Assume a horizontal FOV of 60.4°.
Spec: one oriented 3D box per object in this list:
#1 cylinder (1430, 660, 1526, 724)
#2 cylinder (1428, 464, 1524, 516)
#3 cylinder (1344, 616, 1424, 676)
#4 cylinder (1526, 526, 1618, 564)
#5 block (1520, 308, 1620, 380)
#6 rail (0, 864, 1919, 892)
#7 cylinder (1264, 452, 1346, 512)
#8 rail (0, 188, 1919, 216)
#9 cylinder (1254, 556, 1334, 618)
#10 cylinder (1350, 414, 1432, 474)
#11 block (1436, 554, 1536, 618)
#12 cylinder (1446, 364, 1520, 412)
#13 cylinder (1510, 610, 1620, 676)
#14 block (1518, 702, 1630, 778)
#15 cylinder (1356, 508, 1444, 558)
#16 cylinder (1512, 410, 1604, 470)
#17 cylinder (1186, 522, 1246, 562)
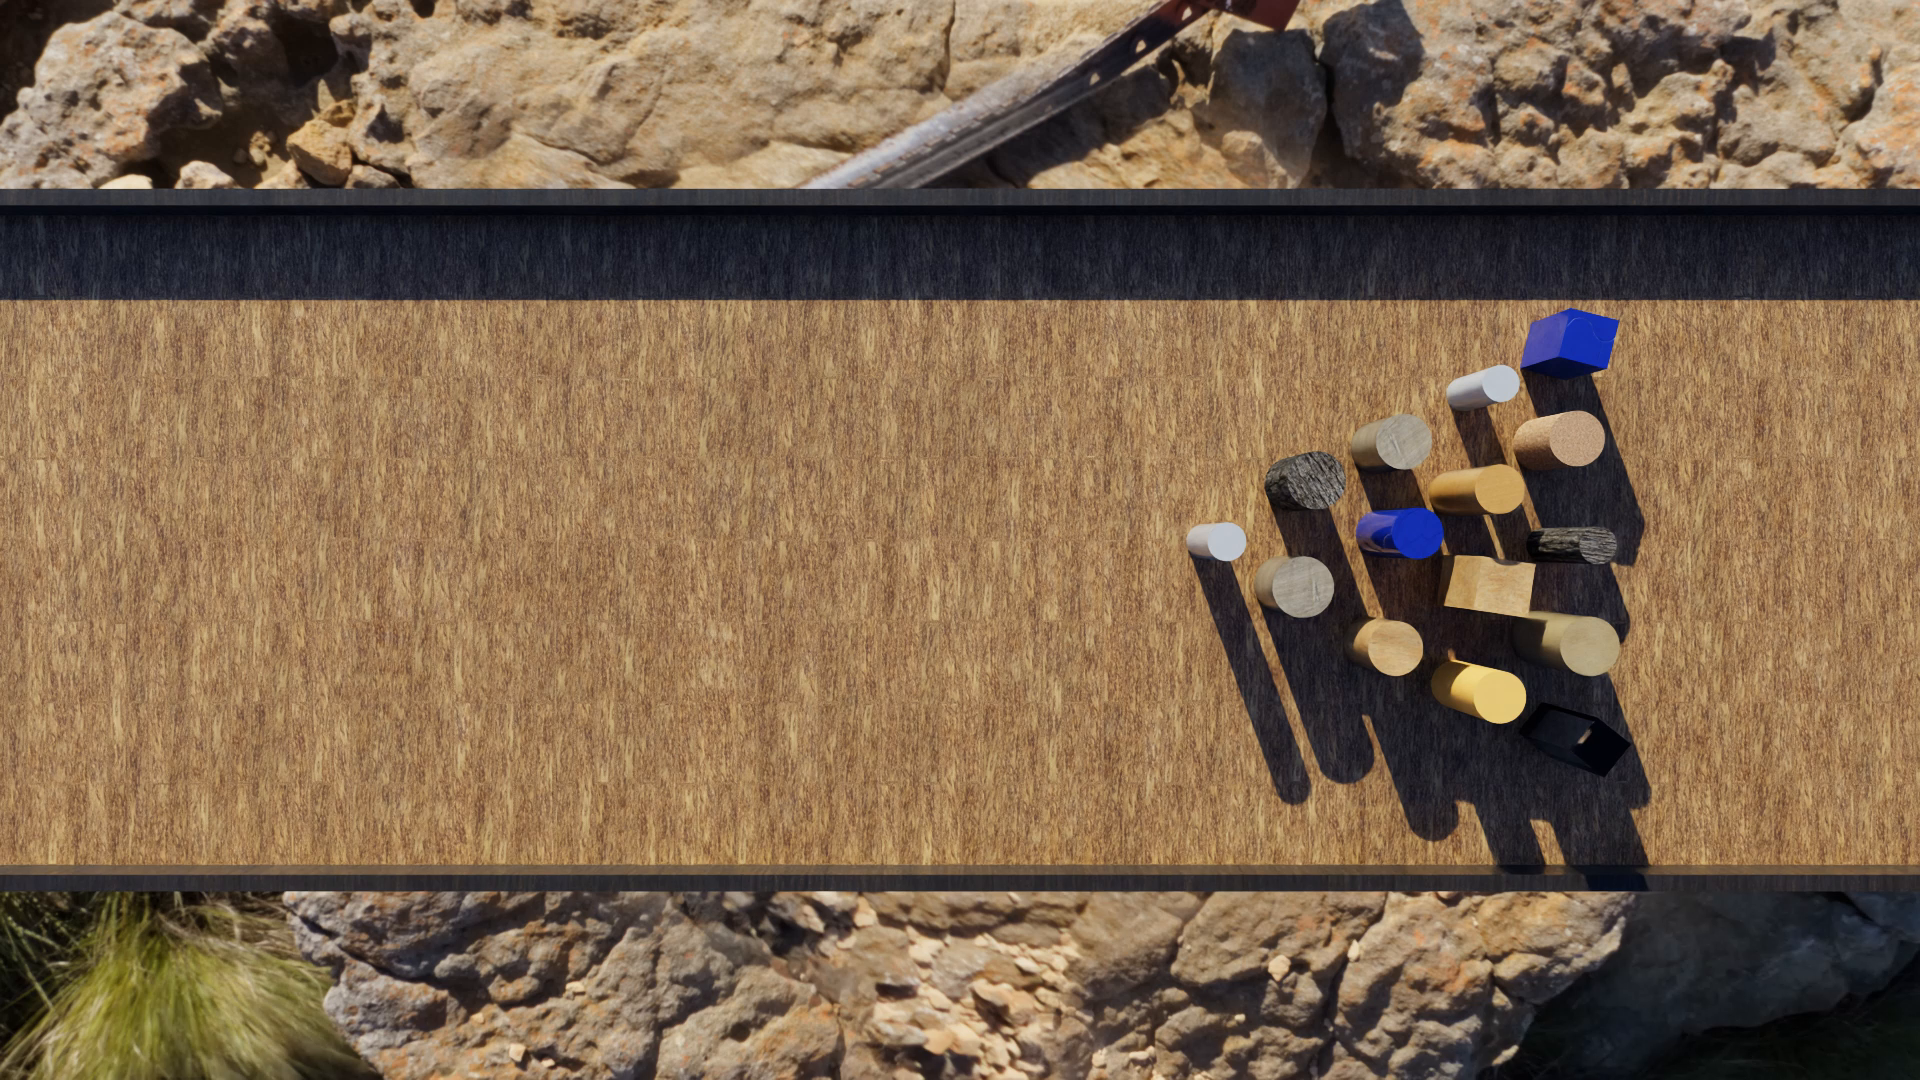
[{"bbox_3d":[1.524,0.444,4.865,0.148,0.422,0.148,0,90,0],"label":"cylinder"},{"bbox_3d":[1.512,-0.142,4.848,0.139,0.457,0.139,0,90,0],"label":"cylinder"},{"bbox_3d":[1.260,0.314,4.924,0.159,0.306,0.159,0,90,0],"label":"cylinder"},{"bbox_3d":[1.796,0.015,4.859,0.107,0.434,0.107,0,90,0],"label":"cylinder"},{"bbox_3d":[1.810,-0.580,4.912,0.144,0.330,0.144,14,90,0],"label":"block"},{"bbox_3d":[-2.247,1.025,5.001,12.000,0.150,0.050,0,90,0],"label":"rail"},{"bbox_3d":[1.020,-0.171,4.898,0.167,0.358,0.167,0,90,0],"label":"cylinder"},{"bbox_3d":[-2.247,-1.025,5.002,12.000,0.150,0.050,0,90,0],"label":"rail"},{"bbox_3d":[0.994,0.137,4.926,0.179,0.300,0.179,0,90,0],"label":"cylinder"},{"bbox_3d":[1.282,-0.284,4.920,0.161,0.312,0.161,0,90,0],"label":"cylinder"},{"bbox_3d":[1.554,0.134,4.890,0.155,0.372,0.155,9,90,0],"label":"block"},{"bbox_3d":[1.550,-0.448,4.900,0.107,0.353,0.107,0,90,0],"label":"cylinder"},{"bbox_3d":[1.779,0.301,4.866,0.168,0.420,0.168,0,90,0],"label":"cylinder"},{"bbox_3d":[1.801,0.583,4.855,0.121,0.442,0.121,39,90,0],"label":"block"},{"bbox_3d":[1.290,-0.019,4.861,0.146,0.431,0.146,0,90,0],"label":"cylinder"},{"bbox_3d":[1.782,-0.293,4.919,0.161,0.314,0.161,0,90,0],"label":"cylinder"},{"bbox_3d":[0.752,0.005,4.861,0.110,0.431,0.110,0,90,0],"label":"cylinder"}]
